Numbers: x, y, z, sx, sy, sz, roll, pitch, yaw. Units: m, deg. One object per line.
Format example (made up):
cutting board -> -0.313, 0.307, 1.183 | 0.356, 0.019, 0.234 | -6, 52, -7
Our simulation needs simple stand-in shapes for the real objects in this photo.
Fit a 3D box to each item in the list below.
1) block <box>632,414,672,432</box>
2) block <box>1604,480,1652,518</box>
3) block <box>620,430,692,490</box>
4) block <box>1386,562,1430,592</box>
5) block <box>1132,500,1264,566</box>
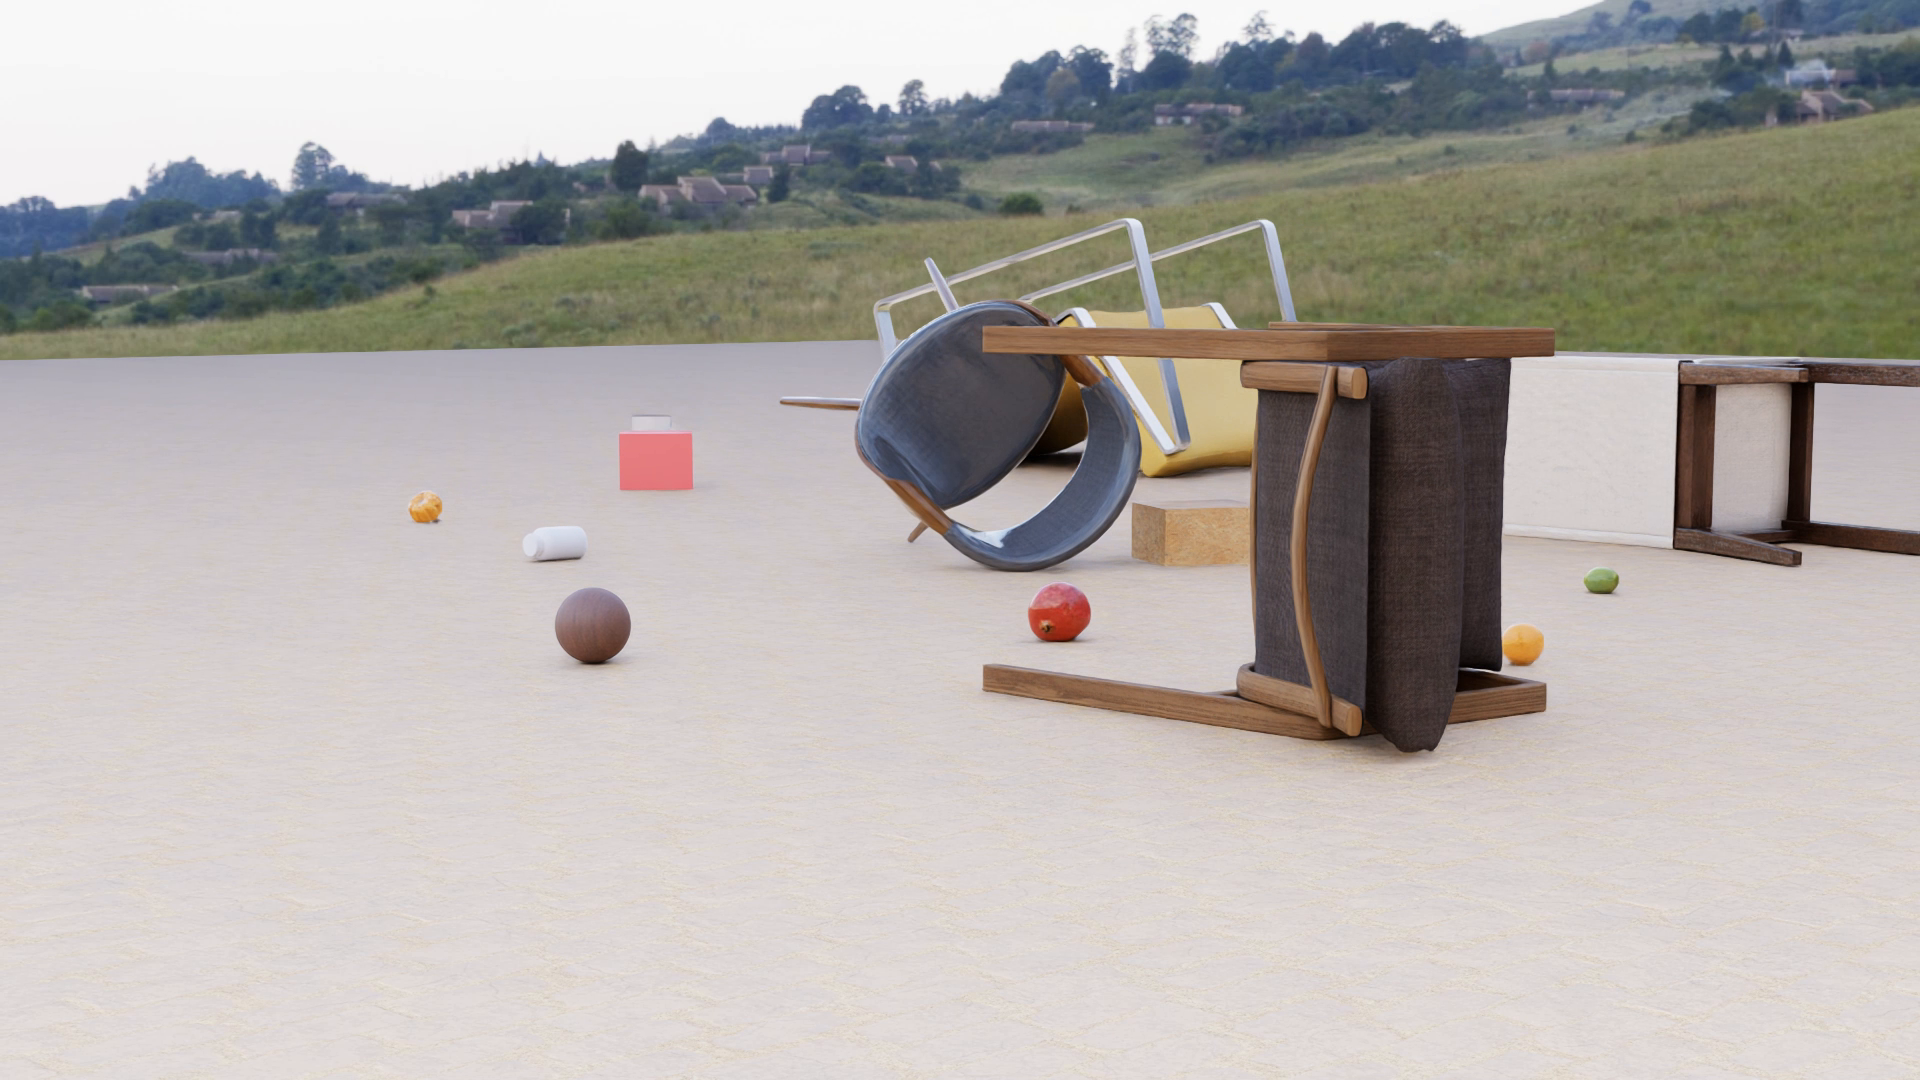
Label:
block -> -1.190, -0.423, 9.886 | 0.150, 0.112, 0.065 | -1, -17, -7
block -> 1.833, -0.112, 7.034 | 0.096, 0.094, 0.082 | -3, 6, -25
block -> -0.944, -0.249, 7.982 | 0.224, 0.173, 0.150 | -1, 6, -6
block -> 0.945, 0.078, 5.406 | 0.060, 0.051, 0.070 | 6, 8, 44
block -> 0.551, -0.018, 5.958 | 0.247, 0.130, 0.201 | -2, 6, -19
